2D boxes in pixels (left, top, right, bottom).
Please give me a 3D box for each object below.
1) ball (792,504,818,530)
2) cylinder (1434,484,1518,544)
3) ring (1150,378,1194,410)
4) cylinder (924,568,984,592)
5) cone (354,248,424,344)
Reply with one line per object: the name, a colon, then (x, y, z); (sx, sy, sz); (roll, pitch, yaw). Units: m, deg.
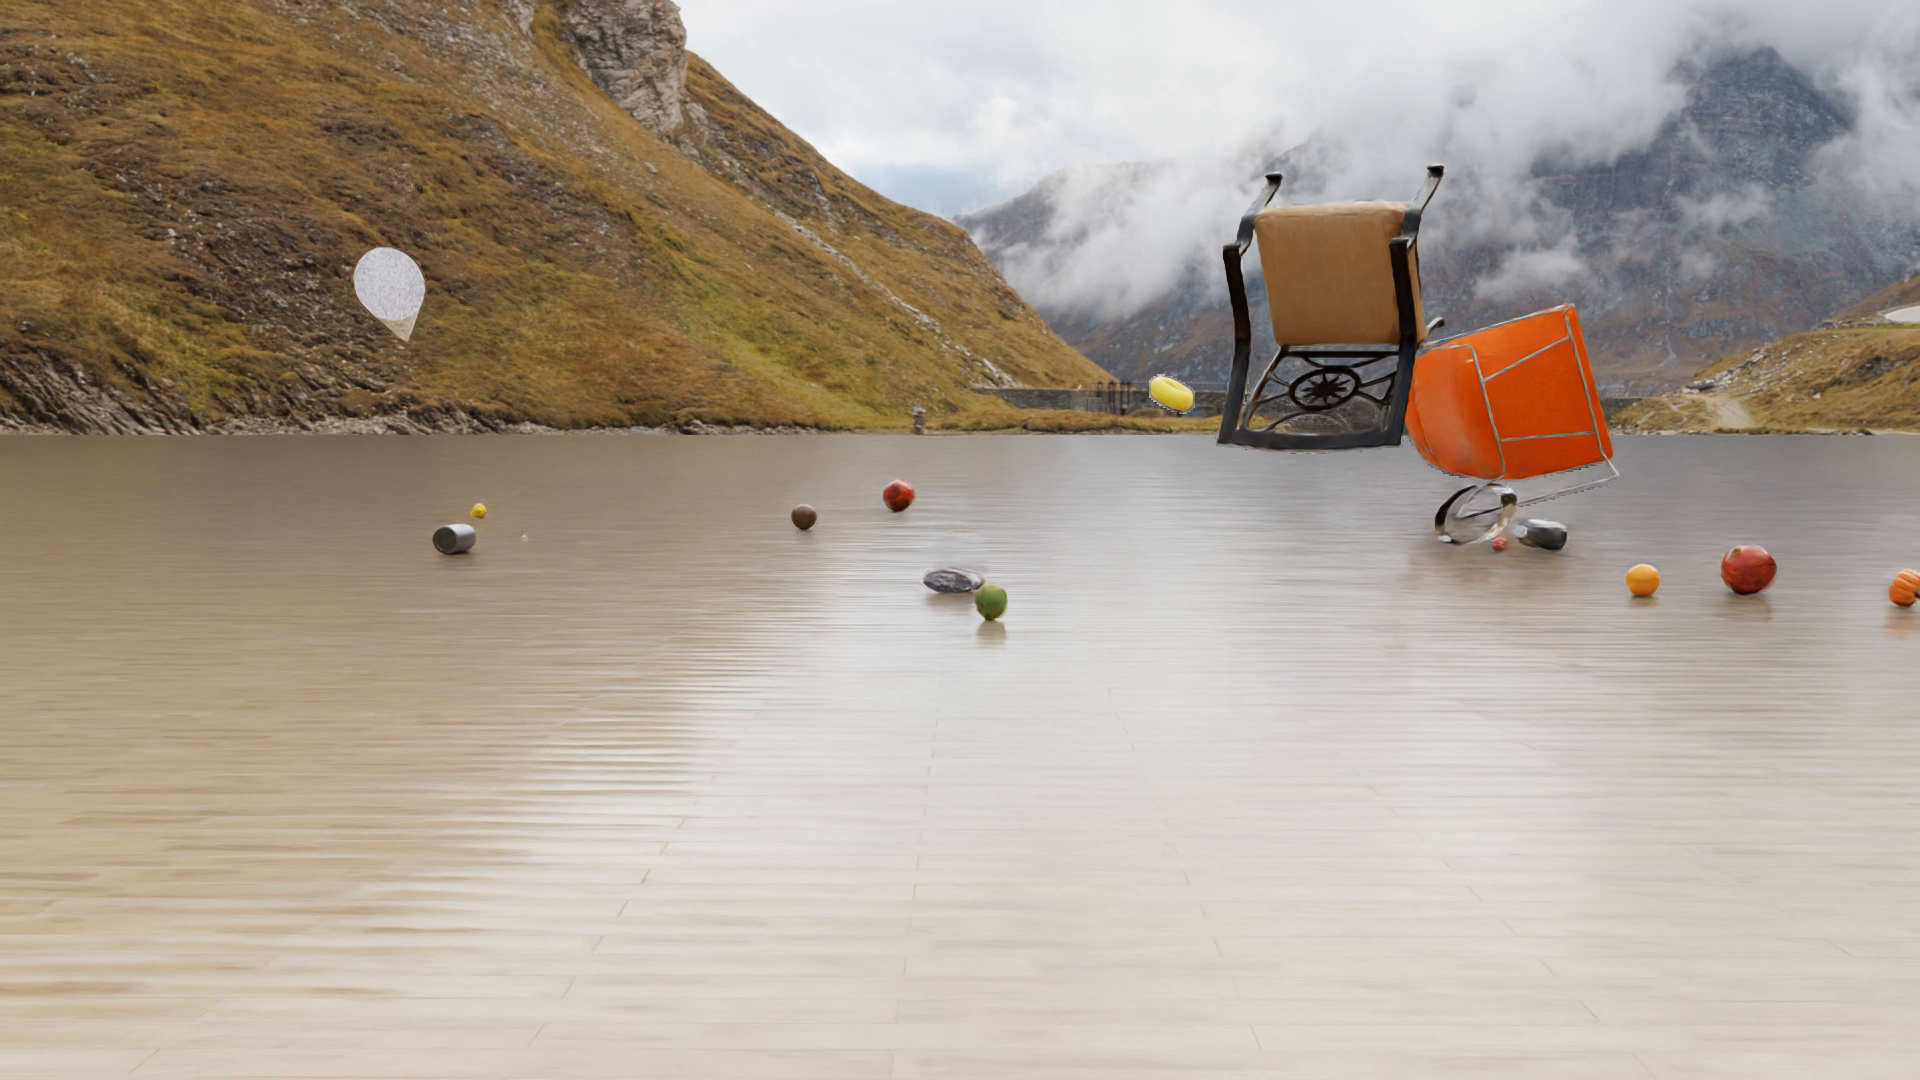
ball: (-0.498, -0.074, 7.024); (0.083, 0.083, 0.083); (0, 4, 0)
cylinder: (1.491, -0.074, 6.358); (0.224, 0.149, 0.112); (-36, -17, 33)
ring: (0.593, -0.411, 6.159); (0.117, 0.054, 0.150); (10, 22, -32)
cylinder: (-0.013, 0.090, 4.873); (0.120, 0.050, 0.068); (7, -3, 31)
cone: (-1.737, -0.699, 6.802); (0.203, 0.300, 0.294); (-20, -30, -14)
